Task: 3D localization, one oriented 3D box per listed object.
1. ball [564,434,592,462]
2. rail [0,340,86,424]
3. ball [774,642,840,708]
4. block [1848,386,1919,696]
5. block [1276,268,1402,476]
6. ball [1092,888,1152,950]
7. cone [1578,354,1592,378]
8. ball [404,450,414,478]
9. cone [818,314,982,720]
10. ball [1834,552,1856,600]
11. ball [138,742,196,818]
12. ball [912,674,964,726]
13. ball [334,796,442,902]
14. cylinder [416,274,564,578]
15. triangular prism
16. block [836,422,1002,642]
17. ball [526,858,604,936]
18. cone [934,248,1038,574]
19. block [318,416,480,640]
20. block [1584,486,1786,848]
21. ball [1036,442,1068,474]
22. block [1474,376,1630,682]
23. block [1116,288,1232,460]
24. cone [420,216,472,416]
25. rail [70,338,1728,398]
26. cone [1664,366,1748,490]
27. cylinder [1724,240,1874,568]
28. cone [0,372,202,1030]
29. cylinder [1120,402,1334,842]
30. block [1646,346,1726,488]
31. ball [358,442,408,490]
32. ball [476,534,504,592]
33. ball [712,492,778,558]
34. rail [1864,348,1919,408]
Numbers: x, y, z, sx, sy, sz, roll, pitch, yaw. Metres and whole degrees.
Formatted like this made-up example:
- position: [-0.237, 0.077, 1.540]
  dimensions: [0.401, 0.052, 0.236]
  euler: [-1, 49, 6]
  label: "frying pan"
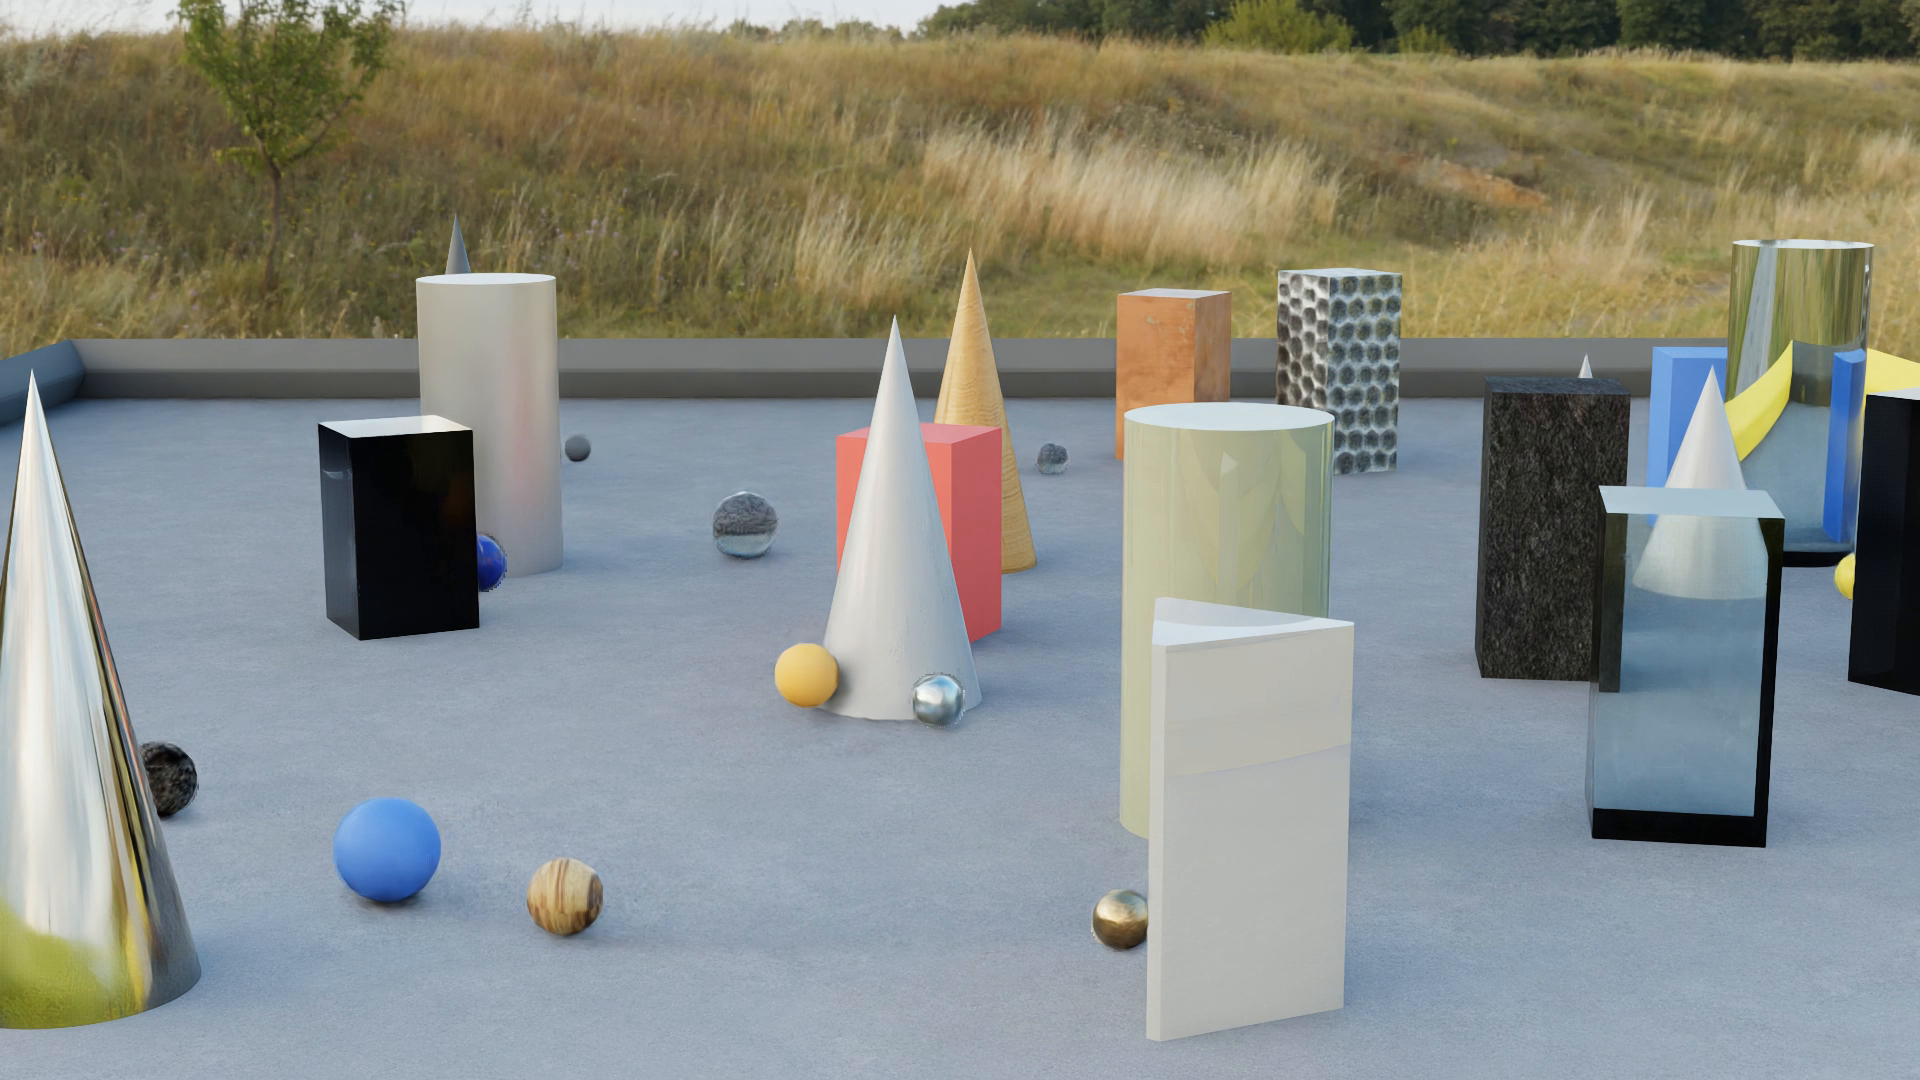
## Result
- position: [-0.712, -0.170, 4.774]
  dimensions: [0.050, 0.050, 0.050]
  euler: [0, 10, 0]
  label: "ball"
- position: [-1.933, 0.035, 3.438]
  dimensions: [0.045, 0.129, 4.575]
  euler: [0, 10, 0]
  label: "rail"
- position: [-0.174, 0.153, 2.907]
  dimensions: [0.074, 0.074, 0.074]
  euler: [0, 10, 0]
  label: "ball"
- position: [1.176, 0.001, 3.030]
  dimensions: [0.159, 0.346, 0.159]
  euler: [-8, 13, -37]
  label: "block"
- position: [0.689, -0.310, 4.683]
  dimensions: [0.159, 0.357, 0.159]
  euler: [-5, 12, -27]
  label: "block"
- position: [0.136, 0.316, 2.141]
  dimensions: [0.051, 0.051, 0.051]
  euler: [0, 10, 0]
  label: "ball"
- position: [0.833, -0.077, 3.442]
  dimensions: [0.199, 0.351, 0.199]
  euler: [0, 10, 0]
  label: "cone"
- position: [-0.990, -0.136, 4.593]
  dimensions: [0.048, 0.048, 0.048]
  euler: [0, 10, 0]
  label: "ball"
- position: [-0.074, -0.036, 2.952]
  dimensions: [0.199, 0.449, 0.199]
  euler: [0, 10, 0]
  label: "cone"
- position: [1.240, 0.051, 3.533]
  dimensions: [0.067, 0.067, 0.067]
  euler: [0, 10, 0]
  label: "ball"
- position: [-0.787, 0.235, 2.515]
  dimensions: [0.075, 0.075, 0.075]
  euler: [0, 10, 0]
  label: "ball"
- position: [-0.025, 0.179, 2.862]
  dimensions: [0.058, 0.058, 0.058]
  euler: [0, 10, 0]
  label: "ball"
- position: [-0.504, 0.273, 2.263]
  dimensions: [0.092, 0.092, 0.092]
  euler: [0, 10, 0]
  label: "ball"
- position: [-0.686, -0.171, 3.752]
  dimensions: [0.199, 0.422, 0.199]
  euler: [0, 10, 0]
  label: "cylinder"
- position: [0.192, 0.209, 2.017]
  dimensions: [0.172, 0.307, 0.149]
  euler: [-5, 12, -25]
  label: "triangular prism"
- position: [-0.051, -0.008, 3.304]
  dimensions: [0.159, 0.265, 0.159]
  euler: [5, 11, 24]
  label: "block"
- position: [-0.335, 0.302, 2.176]
  dimensions: [0.065, 0.065, 0.065]
  euler: [0, 10, 0]
  label: "ball"
- position: [0.015, -0.196, 3.765]
  dimensions: [0.199, 0.468, 0.199]
  euler: [0, 10, 0]
  label: "cone"
- position: [-0.738, -0.020, 3.373]
  dimensions: [0.159, 0.263, 0.159]
  euler: [-6, 12, -28]
  label: "block"
- position: [0.697, 0.118, 2.482]
  dimensions: [0.159, 0.316, 0.159]
  euler: [2, 11, 11]
  label: "block"
- position: [0.167, -0.147, 4.626]
  dimensions: [0.057, 0.057, 0.057]
  euler: [0, 10, 0]
  label: "ball"
- position: [0.719, -0.016, 3.126]
  dimensions: [0.159, 0.346, 0.159]
  euler: [2, 11, 8]
  label: "block"
- position: [0.400, -0.308, 4.809]
  dimensions: [0.159, 0.309, 0.159]
  euler: [6, 12, 30]
  label: "block"
- position: [-0.873, -0.334, 4.485]
  dimensions: [0.199, 0.477, 0.199]
  euler: [0, 10, 0]
  label: "cone"
- position: [-0.013, -0.378, 5.675]
  dimensions: [3.913, 0.129, 0.045]
  euler: [0, 10, 0]
  label: "rail"
- position: [1.068, -0.097, 3.668]
  dimensions: [0.199, 0.308, 0.199]
  euler: [0, 10, 0]
  label: "cone"
- position: [1.243, -0.207, 3.826]
  dimensions: [0.199, 0.467, 0.199]
  euler: [0, 10, 0]
  label: "cylinder"
- position: [-0.713, 0.113, 2.017]
  dimensions: [0.199, 0.496, 0.199]
  euler: [0, 10, 0]
  label: "cone"
- position: [0.255, 0.078, 2.473]
  dimensions: [0.199, 0.398, 0.199]
  euler: [0, 10, 0]
  label: "cylinder"
- position: [1.193, -0.159, 4.084]
  dimensions: [0.159, 0.279, 0.159]
  euler: [1, 11, 4]
  label: "block"
- position: [-1.002, -0.128, 4.452]
  dimensions: [0.084, 0.084, 0.084]
  euler: [0, 10, 0]
  label: "ball"
- position: [-0.679, 0.032, 3.597]
  dimensions: [0.080, 0.080, 0.080]
  euler: [0, 10, 0]
  label: "ball"
- position: [-0.321, -0.022, 3.836]
  dimensions: [0.100, 0.100, 0.100]
  euler: [0, 10, 0]
  label: "ball"
- position: [1.933, 0.031, 3.460]
  dimensions: [0.045, 0.129, 4.575]
  euler: [0, 10, 0]
  label: "rail"
